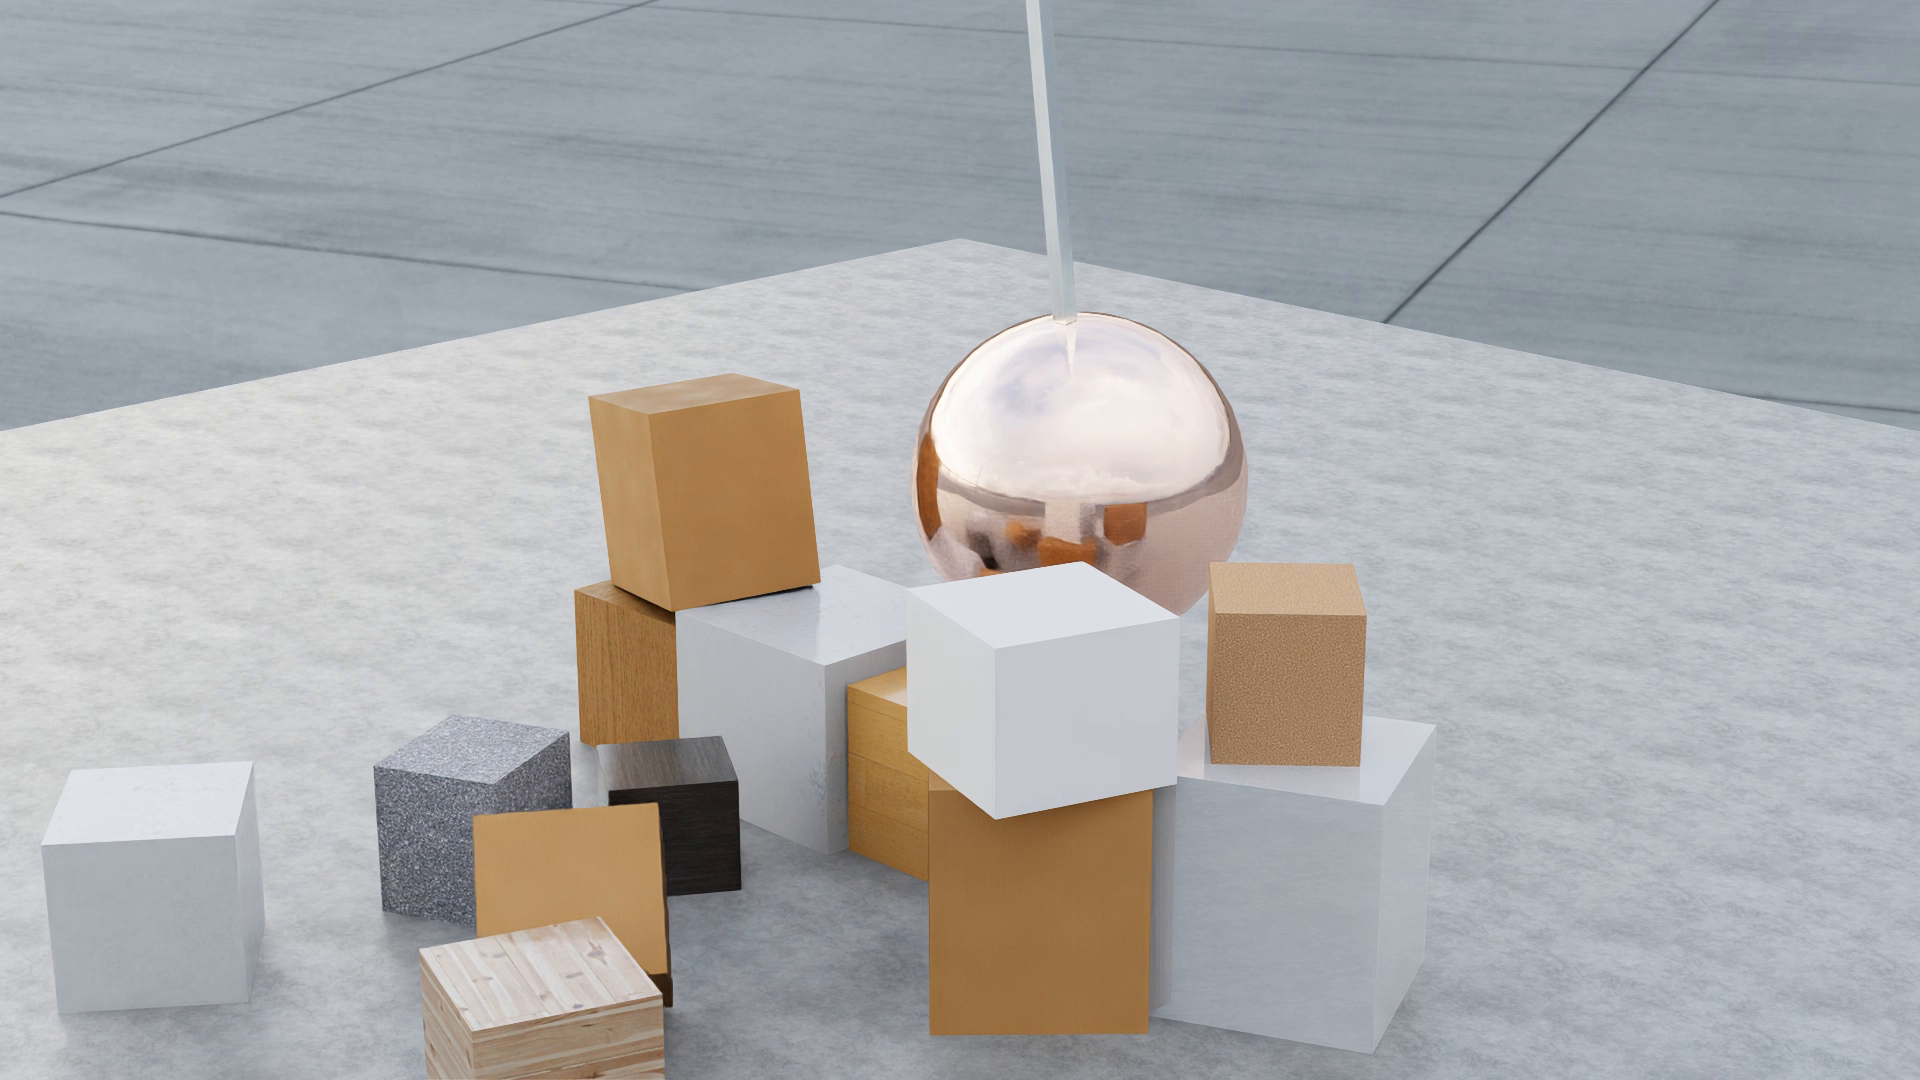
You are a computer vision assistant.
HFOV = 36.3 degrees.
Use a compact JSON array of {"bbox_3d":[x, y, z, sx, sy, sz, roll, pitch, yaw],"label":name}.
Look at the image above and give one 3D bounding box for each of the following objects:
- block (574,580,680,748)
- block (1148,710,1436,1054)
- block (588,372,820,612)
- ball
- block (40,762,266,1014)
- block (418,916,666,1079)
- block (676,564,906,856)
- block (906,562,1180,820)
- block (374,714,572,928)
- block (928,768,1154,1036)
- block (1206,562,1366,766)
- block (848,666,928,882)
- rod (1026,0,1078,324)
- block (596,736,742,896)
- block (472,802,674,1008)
[{"bbox_3d":[-1.313,0.643,14.929,0.900,0.822,0.902,-17,24,-42],"label":"block"},{"bbox_3d":[1.381,1.368,12.195,0.957,1.078,0.938,7,19,20],"label":"block"},{"bbox_3d":[-1.274,-0.255,14.564,0.783,0.966,0.891,-11,13,-24],"label":"block"},{"bbox_3d":[0.562,-0.278,13.843,1.600,1.600,1.600,0,17,0],"label":"ball"},{"bbox_3d":[-3.403,1.460,12.442,0.769,0.754,0.820,-2,18,-7],"label":"block"},{"bbox_3d":[-1.560,1.942,10.963,0.711,0.722,0.740,-8,19,-23],"label":"block"},{"bbox_3d":[-0.619,0.798,14.234,1.050,0.942,1.070,-16,24,-42],"label":"block"},{"bbox_3d":[0.323,0.584,11.732,0.807,0.700,0.801,-9,19,-25],"label":"block"},{"bbox_3d":[-2.172,1.260,13.173,0.600,0.697,0.687,7,19,20],"label":"block"},{"bbox_3d":[0.315,1.360,12.227,0.890,1.074,0.942,0,17,-1],"label":"block"},{"bbox_3d":[1.332,0.504,12.070,0.600,0.646,0.666,1,17,3],"label":"block"},{"bbox_3d":[0.032,1.057,13.617,0.767,0.818,0.791,17,24,42],"label":"block"},{"bbox_3d":[0.243,-3.398,12.529,0.080,5.200,0.080,17,32,42],"label":"rod"},{"bbox_3d":[-1.336,1.268,13.417,0.582,0.536,0.565,-4,18,-12],"label":"block"},{"bbox_3d":[-1.554,1.509,11.847,0.728,0.683,0.747,-4,-19,-5],"label":"block"}]
